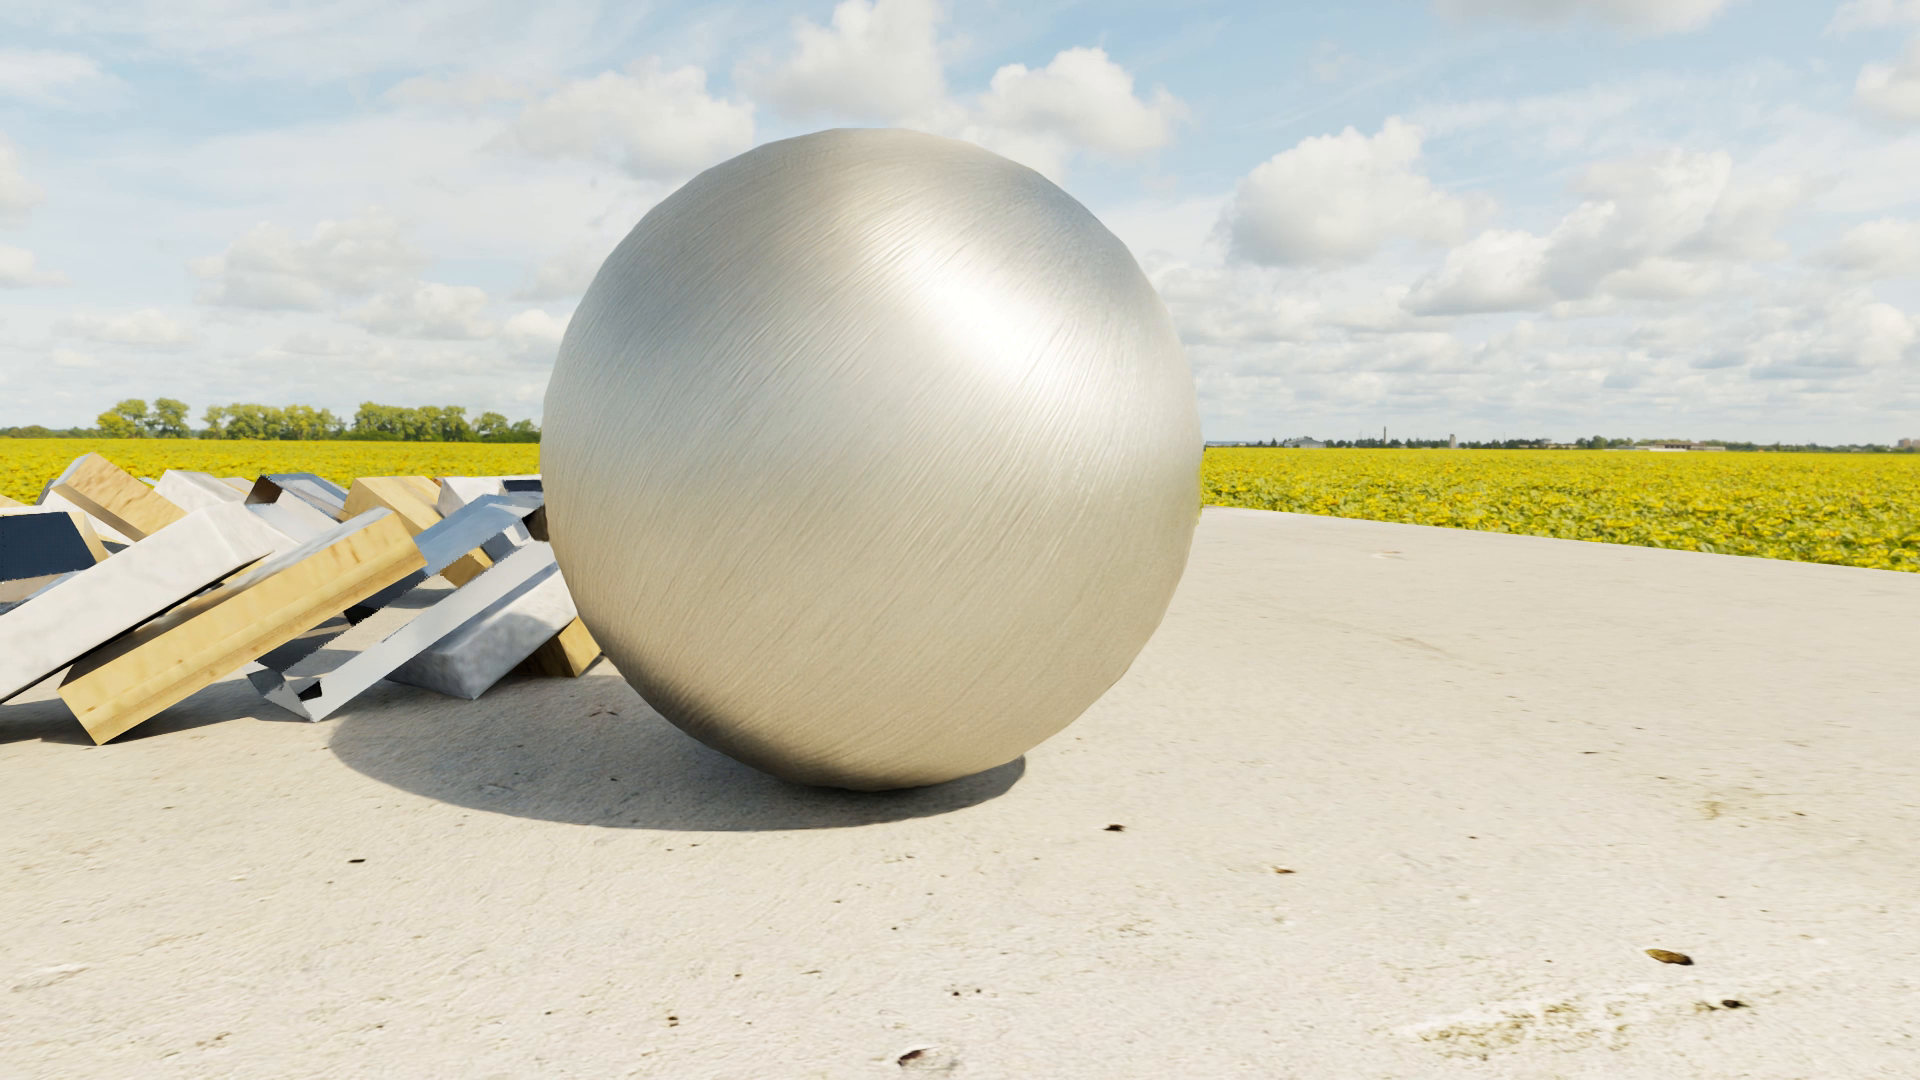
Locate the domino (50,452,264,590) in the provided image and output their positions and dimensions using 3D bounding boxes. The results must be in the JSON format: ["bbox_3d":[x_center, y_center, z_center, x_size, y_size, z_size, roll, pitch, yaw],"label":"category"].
[{"bbox_3d":[-0.200,-0.002,0.324,0.025,0.010,0.050,-2,-38,48],"label":"domino"}]

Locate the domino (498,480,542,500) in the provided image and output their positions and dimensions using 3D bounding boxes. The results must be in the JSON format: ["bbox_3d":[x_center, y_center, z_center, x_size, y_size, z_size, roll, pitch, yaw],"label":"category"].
[{"bbox_3d":[-0.101,0.001,0.336,0.025,0.010,0.050,-3,35,-37],"label":"domino"}]

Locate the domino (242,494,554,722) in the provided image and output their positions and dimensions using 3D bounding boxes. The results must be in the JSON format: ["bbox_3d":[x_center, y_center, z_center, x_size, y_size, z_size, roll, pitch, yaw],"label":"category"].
[{"bbox_3d":[-0.093,0.010,0.217,0.025,0.010,0.050,6,37,44],"label":"domino"}]

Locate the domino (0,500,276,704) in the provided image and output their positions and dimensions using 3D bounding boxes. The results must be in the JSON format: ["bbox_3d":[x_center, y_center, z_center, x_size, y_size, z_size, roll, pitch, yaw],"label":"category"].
[{"bbox_3d":[-0.129,0.012,0.188,0.050,0.010,0.025,-33,13,-13],"label":"domino"}]

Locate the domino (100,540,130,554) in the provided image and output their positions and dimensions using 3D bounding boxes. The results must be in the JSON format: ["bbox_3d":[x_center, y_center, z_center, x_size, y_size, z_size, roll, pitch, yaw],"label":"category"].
[{"bbox_3d":[-0.213,0.006,0.298,0.025,0.010,0.050,-14,-19,28],"label":"domino"}]

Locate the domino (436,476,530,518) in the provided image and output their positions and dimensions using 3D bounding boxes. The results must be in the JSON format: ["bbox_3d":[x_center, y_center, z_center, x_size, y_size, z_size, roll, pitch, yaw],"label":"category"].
[{"bbox_3d":[-0.119,0.000,0.349,0.025,0.010,0.050,-4,36,-48],"label":"domino"}]

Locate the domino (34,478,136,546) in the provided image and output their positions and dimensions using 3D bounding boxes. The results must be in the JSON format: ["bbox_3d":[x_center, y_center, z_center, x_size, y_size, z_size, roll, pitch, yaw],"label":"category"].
[{"bbox_3d":[-0.253,-0.003,0.394,0.050,0.010,0.025,32,-17,-36],"label":"domino"}]

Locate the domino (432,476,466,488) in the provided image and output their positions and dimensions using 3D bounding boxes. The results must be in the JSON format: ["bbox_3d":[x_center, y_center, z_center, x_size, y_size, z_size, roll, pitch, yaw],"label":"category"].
[{"bbox_3d":[-0.154,-0.006,0.438,0.050,0.010,0.025,27,4,-1],"label":"domino"}]

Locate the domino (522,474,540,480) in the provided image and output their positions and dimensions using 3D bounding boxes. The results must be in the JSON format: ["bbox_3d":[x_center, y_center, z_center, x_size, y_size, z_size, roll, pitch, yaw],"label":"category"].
[{"bbox_3d":[-0.130,-0.006,0.441,0.050,0.010,0.025,30,12,13],"label":"domino"}]

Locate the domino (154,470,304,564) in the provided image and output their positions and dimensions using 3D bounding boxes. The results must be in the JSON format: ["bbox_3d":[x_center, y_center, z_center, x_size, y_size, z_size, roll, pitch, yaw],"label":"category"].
[{"bbox_3d":[-0.187,-0.001,0.344,0.050,0.010,0.025,32,-4,-9],"label":"domino"}]

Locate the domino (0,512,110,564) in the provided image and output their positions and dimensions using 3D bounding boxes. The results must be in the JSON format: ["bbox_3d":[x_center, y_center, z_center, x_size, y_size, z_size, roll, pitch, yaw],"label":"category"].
[{"bbox_3d":[-0.184,0.009,0.255,0.025,0.009,0.050,-3,-19,-25],"label":"domino"}]

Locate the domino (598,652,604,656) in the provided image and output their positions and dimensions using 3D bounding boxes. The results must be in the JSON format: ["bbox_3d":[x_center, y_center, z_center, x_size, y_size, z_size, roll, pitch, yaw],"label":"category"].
[{"bbox_3d":[-0.072,0.006,0.277,0.025,0.010,0.050,1,34,12],"label":"domino"}]

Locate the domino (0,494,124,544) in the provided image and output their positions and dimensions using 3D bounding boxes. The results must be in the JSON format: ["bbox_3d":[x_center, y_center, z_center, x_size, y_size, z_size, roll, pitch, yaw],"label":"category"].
[{"bbox_3d":[-0.267,-0.001,0.376,0.025,0.009,0.050,4,-22,41],"label":"domino"}]

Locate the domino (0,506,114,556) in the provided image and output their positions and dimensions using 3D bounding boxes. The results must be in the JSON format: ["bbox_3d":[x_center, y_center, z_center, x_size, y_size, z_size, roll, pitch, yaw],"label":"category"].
[{"bbox_3d":[-0.197,0.007,0.274,0.025,0.010,0.050,-4,-19,-13],"label":"domino"}]

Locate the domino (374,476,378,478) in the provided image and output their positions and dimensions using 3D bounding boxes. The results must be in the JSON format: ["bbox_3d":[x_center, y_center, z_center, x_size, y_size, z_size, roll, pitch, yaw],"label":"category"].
[{"bbox_3d":[-0.176,-0.006,0.436,0.050,0.010,0.025,27,3,-4],"label":"domino"}]

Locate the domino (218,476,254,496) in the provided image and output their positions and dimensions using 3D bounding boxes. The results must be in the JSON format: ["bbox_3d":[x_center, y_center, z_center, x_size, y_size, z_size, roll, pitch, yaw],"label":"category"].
[{"bbox_3d":[-0.218,-0.005,0.422,0.050,0.010,0.025,27,-3,-15],"label":"domino"}]

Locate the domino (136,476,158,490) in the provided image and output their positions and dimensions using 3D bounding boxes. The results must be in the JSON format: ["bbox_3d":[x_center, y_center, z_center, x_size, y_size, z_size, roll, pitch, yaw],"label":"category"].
[{"bbox_3d":[-0.237,-0.004,0.410,0.050,0.010,0.025,29,-9,-25],"label":"domino"}]

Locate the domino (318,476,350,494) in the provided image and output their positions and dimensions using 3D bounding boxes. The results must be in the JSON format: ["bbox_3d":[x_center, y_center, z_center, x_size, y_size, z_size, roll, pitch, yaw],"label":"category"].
[{"bbox_3d":[-0.197,-0.005,0.430,0.050,0.009,0.025,27,0,-10],"label":"domino"}]

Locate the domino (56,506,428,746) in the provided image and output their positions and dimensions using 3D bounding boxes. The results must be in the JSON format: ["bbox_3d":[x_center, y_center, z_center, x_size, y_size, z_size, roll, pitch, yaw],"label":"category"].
[{"bbox_3d":[-0.111,0.012,0.200,0.050,0.010,0.025,-34,19,-24],"label":"domino"}]

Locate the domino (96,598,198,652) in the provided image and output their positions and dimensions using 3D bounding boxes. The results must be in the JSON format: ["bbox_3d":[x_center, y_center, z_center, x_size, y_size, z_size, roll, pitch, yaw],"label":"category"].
[{"bbox_3d":[-0.147,0.018,0.260,0.050,0.010,0.025,1,4,15],"label":"domino"}]

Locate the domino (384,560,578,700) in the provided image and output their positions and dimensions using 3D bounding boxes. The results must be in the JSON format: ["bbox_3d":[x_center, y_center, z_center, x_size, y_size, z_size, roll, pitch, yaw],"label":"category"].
[{"bbox_3d":[-0.080,0.008,0.235,0.025,0.010,0.050,5,35,33],"label":"domino"}]

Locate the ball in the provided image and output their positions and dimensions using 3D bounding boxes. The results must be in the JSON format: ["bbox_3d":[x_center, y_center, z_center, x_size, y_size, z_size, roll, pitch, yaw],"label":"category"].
[{"bbox_3d":[-0.010,-0.009,0.160,0.080,0.080,0.080,0,4,0],"label":"ball"}]

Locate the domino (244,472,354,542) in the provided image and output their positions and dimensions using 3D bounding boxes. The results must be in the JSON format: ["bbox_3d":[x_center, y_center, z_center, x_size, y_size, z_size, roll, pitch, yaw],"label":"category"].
[{"bbox_3d":[-0.165,-0.001,0.351,0.050,0.009,0.025,32,5,0],"label":"domino"}]

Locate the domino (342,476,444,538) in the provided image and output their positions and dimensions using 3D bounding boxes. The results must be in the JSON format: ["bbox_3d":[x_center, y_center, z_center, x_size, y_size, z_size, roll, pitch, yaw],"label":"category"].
[{"bbox_3d":[-0.142,-0.001,0.354,0.050,0.009,0.025,33,15,16],"label":"domino"}]

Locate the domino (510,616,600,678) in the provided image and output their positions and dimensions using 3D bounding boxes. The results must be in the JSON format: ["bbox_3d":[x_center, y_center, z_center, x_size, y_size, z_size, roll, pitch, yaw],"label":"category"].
[{"bbox_3d":[-0.074,0.007,0.255,0.025,0.009,0.050,2,34,22],"label":"domino"}]

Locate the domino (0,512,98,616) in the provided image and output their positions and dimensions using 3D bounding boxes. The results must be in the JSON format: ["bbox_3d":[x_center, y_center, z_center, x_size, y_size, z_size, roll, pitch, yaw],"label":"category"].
[{"bbox_3d":[-0.151,0.013,0.177,0.050,0.010,0.025,-29,2,6],"label":"domino"}]
